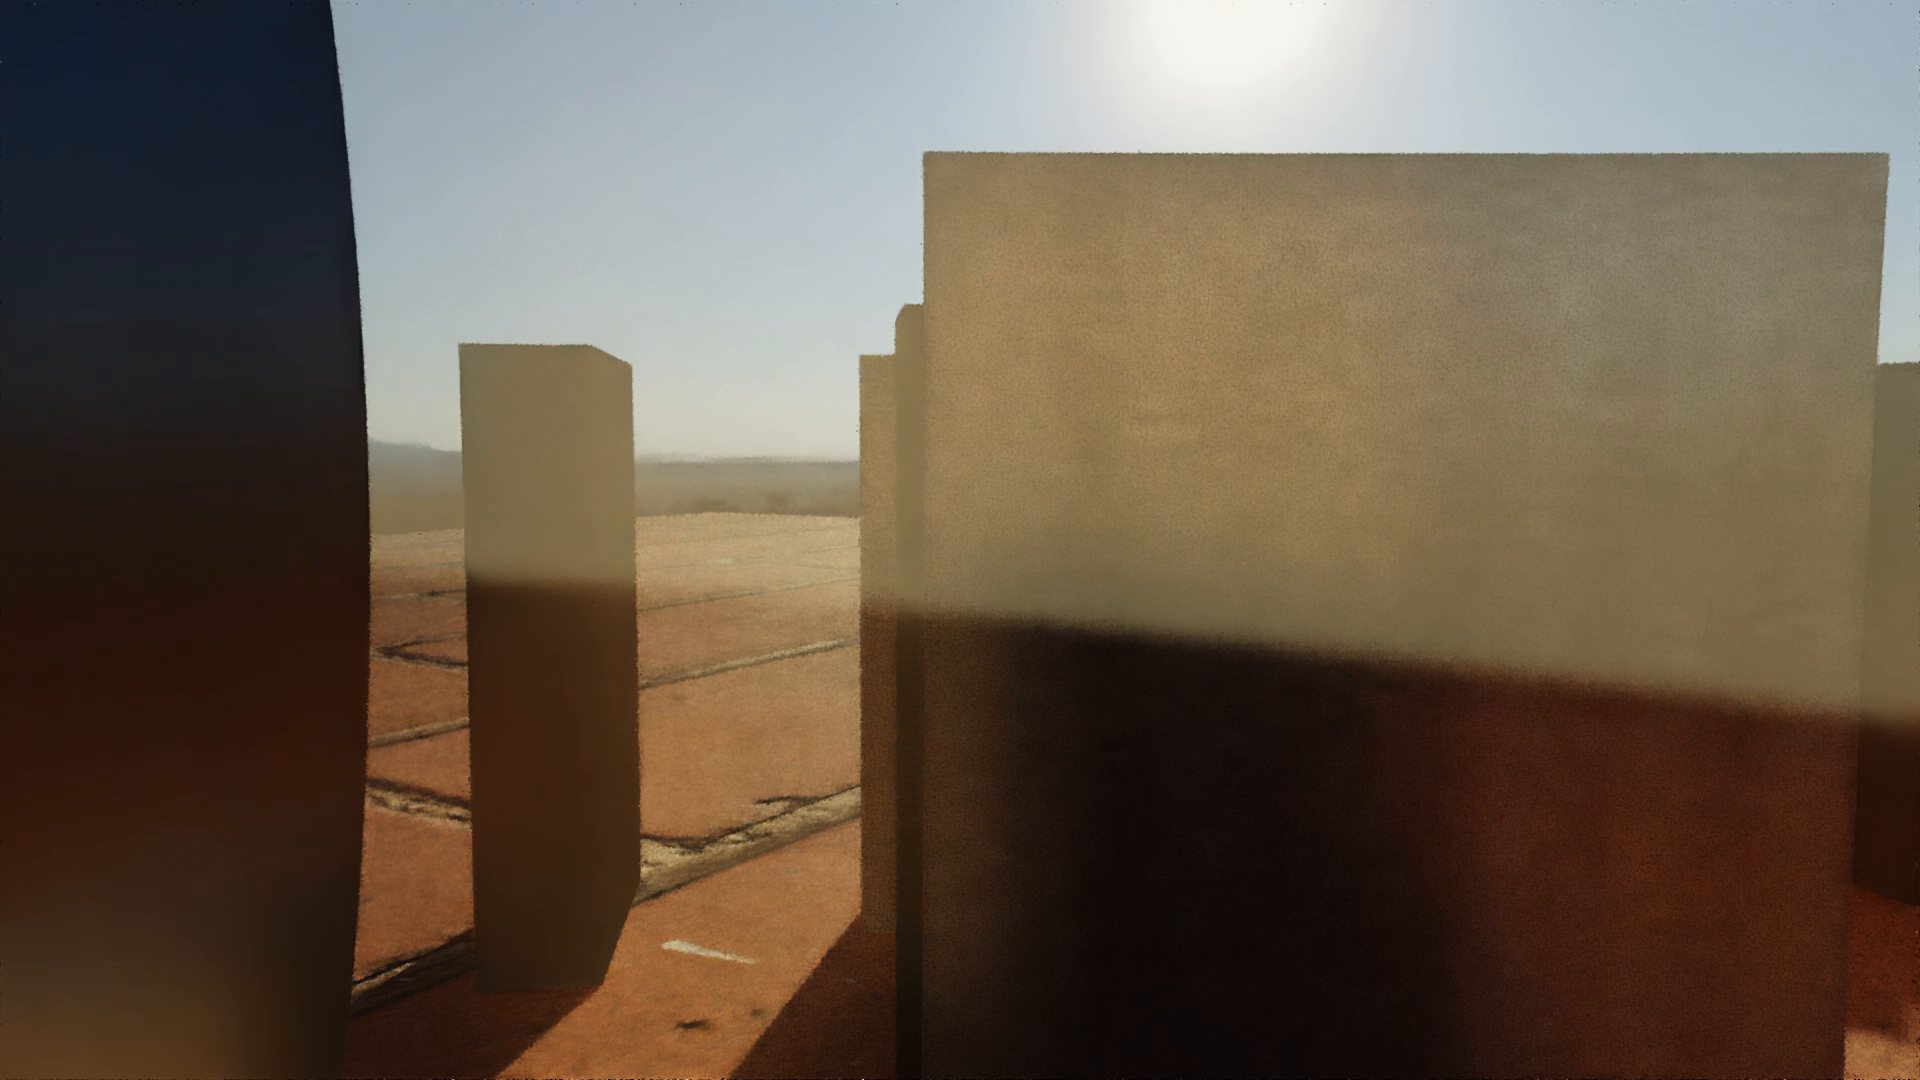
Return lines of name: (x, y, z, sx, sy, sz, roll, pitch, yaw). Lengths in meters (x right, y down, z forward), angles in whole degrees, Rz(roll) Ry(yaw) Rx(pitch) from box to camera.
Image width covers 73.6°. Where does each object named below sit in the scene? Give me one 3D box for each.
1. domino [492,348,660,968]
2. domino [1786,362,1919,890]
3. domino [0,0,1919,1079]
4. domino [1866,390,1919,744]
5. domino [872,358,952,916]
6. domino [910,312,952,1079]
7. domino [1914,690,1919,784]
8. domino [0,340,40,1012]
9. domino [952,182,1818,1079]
domino: (-0.034, 0.009, 0.115, 0.009, 0.050, 0.025, -1, 4, -7)
domino: (0.090, 0.008, 0.134, 0.009, 0.050, 0.025, -1, 4, -14)
domino: (0.009, 0.017, 0.006, 0.025, 0.050, 0.009, 1, 4, 12)
domino: (0.147, 0.004, 0.185, 0.025, 0.050, 0.010, 0, 4, -6)
domino: (0.005, 0.009, 0.118, 0.025, 0.050, 0.009, 0, 4, 2)
domino: (0.010, 0.011, 0.081, 0.025, 0.050, 0.010, 0, 4, -6)
domino: (0.131, 0.006, 0.152, 0.010, 0.050, 0.025, -3, 5, -38)
domino: (-0.081, 0.010, 0.103, 0.010, 0.050, 0.025, -3, 5, -36)
domino: (0.012, 0.014, 0.044, 0.025, 0.050, 0.009, 0, 4, -1)
